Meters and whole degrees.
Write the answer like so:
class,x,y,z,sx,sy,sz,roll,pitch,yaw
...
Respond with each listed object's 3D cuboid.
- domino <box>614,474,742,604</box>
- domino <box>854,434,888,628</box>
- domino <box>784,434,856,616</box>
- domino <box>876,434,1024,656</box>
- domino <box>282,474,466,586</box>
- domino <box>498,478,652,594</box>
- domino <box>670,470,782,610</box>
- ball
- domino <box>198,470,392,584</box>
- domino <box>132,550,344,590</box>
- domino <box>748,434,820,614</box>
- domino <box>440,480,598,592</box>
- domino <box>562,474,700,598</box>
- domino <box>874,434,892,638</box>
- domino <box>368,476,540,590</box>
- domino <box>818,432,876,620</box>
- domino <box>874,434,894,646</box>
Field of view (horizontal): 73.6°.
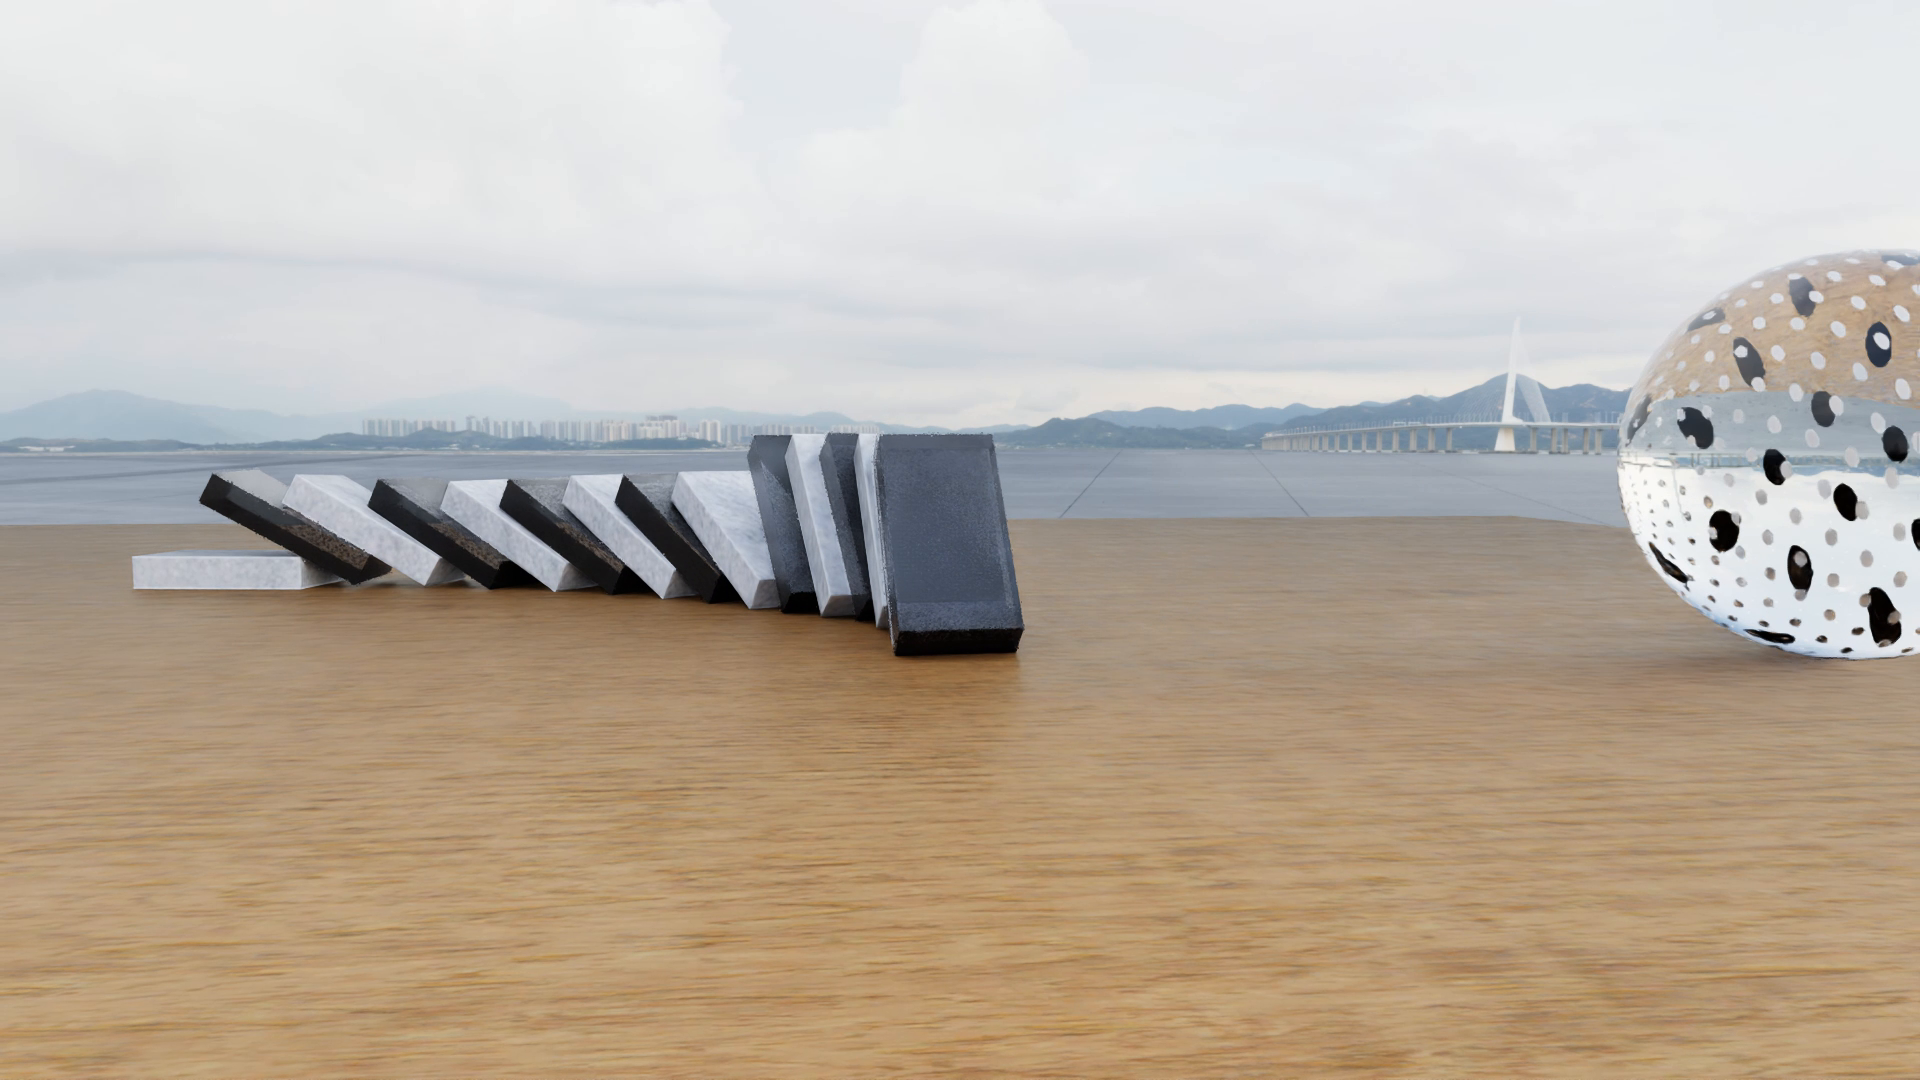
class,x,y,z,sx,sy,sz,roll,pitch,yaw
domino,-0.073,-0.002,0.362,0.025,0.010,0.050,-5,37,-49
domino,-0.010,-0.003,0.308,0.025,0.050,0.010,0,-35,-15
domino,-0.027,-0.005,0.329,0.025,0.050,0.010,-1,-35,-24
domino,-0.003,0.000,0.271,0.025,0.050,0.009,-1,-35,-10
domino,-0.176,-0.004,0.392,0.050,0.010,0.025,30,5,3
domino,-0.110,-0.002,0.381,0.050,0.010,0.025,33,18,22
domino,-0.056,-0.001,0.351,0.025,0.010,0.050,-3,38,-40
ball,0.174,-0.016,0.252,0.080,0.080,0.080,0,4,0
domino,-0.198,-0.004,0.387,0.050,0.010,0.025,29,5,-4
domino,-0.218,0.009,0.389,0.050,0.010,0.025,0,4,2
domino,-0.038,-0.005,0.337,0.025,0.050,0.009,-2,-34,-25
domino,-0.129,-0.002,0.388,0.050,0.009,0.025,31,16,20
domino,-0.090,-0.002,0.372,0.050,0.009,0.025,38,24,28
domino,-0.005,-0.002,0.295,0.025,0.050,0.010,-1,-35,-10
domino,-0.152,-0.003,0.392,0.050,0.010,0.025,31,13,15
domino,-0.018,-0.004,0.320,0.025,0.050,0.009,-1,-35,-24
domino,-0.004,-0.001,0.283,0.025,0.050,0.009,-1,-35,-10
